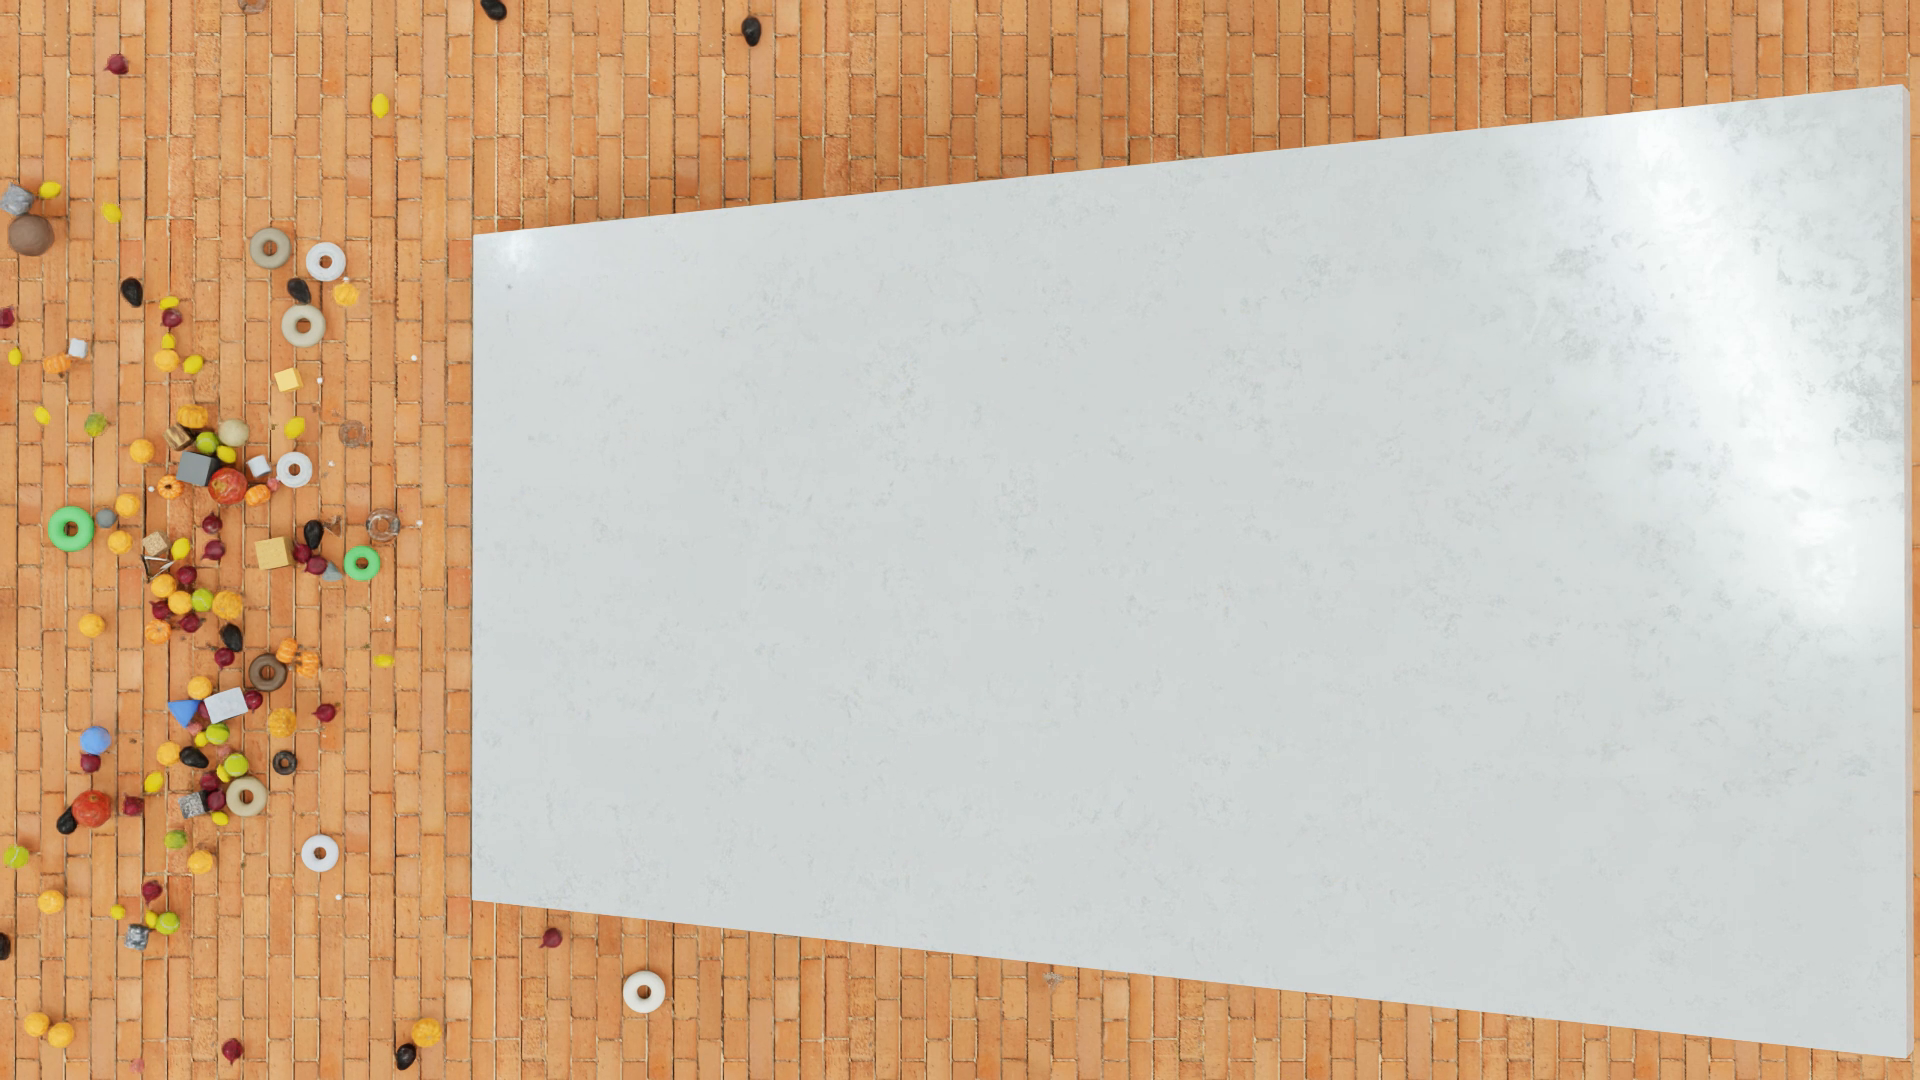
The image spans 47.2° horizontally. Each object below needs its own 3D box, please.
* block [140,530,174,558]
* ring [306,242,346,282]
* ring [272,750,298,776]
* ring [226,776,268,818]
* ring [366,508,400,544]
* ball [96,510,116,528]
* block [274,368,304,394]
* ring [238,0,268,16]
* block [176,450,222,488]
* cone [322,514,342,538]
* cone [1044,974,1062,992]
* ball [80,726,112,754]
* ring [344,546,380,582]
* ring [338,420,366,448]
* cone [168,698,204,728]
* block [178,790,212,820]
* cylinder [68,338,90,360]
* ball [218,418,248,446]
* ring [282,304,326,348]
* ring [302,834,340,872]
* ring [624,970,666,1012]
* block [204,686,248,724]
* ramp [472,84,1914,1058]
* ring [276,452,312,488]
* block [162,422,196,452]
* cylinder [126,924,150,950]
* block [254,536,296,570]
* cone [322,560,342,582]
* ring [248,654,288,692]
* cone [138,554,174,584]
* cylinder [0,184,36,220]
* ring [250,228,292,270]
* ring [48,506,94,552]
[{"bbox_3d":[-2.435,0.011,6.670,0.059,0.059,0.059,-33,90,0],"label":"block"},{"bbox_3d":[-1.928,-0.846,6.688,0.121,0.040,0.121,0,89,-1],"label":"ring"},{"bbox_3d":[-2.052,0.678,6.681,0.076,0.025,0.076,0,90,1],"label":"ring"},{"bbox_3d":[-2.164,0.779,6.672,0.126,0.042,0.126,0,89,-1],"label":"ring"},{"bbox_3d":[-1.753,-0.045,6.683,0.109,0.036,0.109,0,91,1],"label":"ring"},{"bbox_3d":[-2.591,-0.064,6.672,0.058,0.058,0.058,0,89,0],"label":"ball"},{"bbox_3d":[-2.036,-0.484,6.675,0.058,0.058,0.058,-19,90,0],"label":"block"},{"bbox_3d":[-2.156,-1.645,6.700,0.092,0.031,0.092,0,90,1],"label":"ring"},{"bbox_3d":[-2.305,-0.215,6.657,0.089,0.089,0.089,14,89,0],"label":"block"},{"bbox_3d":[-1.896,-0.031,6.685,0.067,0.067,0.067,-21,116,0],"label":"cone"},{"bbox_3d":[0.273,1.333,6.676,0.052,0.052,0.052,31,90,27],"label":"cone"},{"bbox_3d":[-2.614,0.605,6.652,0.085,0.085,0.085,0,89,0],"label":"ball"},{"bbox_3d":[-1.814,0.071,6.674,0.109,0.036,0.109,-2,95,-16],"label":"ring"},{"bbox_3d":[-1.847,-0.323,6.689,0.088,0.029,0.088,0,91,0],"label":"ring"},{"bbox_3d":[-2.335,0.506,6.674,0.096,0.096,0.096,-36,90,-27],"label":"cone"},{"bbox_3d":[-2.317,0.801,6.659,0.067,0.067,0.067,-19,90,0],"label":"block"},{"bbox_3d":[-2.677,-0.582,6.680,0.050,0.050,0.050,19,80,0],"label":"cylinder"},{"bbox_3d":[-2.201,-0.326,6.659,0.088,0.088,0.088,0,89,0],"label":"ball"},{"bbox_3d":[-1.995,-0.651,6.684,0.136,0.045,0.136,0,91,0],"label":"ring"},{"bbox_3d":[-1.941,0.950,6.673,0.114,0.038,0.114,0,89,-1],"label":"ring"},{"bbox_3d":[-0.957,1.370,6.667,0.128,0.043,0.128,0,90,-1],"label":"ring"},{"bbox_3d":[-2.215,0.500,6.639,0.080,0.080,0.080,-20,89,41],"label":"block"},{"bbox_3d":[0.263,0.072,5.606,4.000,0.100,2.000,0,89,32],"label":"ramp"},{"bbox_3d":[-2.022,-0.214,6.684,0.110,0.037,0.110,0,91,-1],"label":"ring"},{"bbox_3d":[-2.368,-0.312,6.672,0.062,0.062,0.062,-36,90,0],"label":"block"},{"bbox_3d":[-2.489,1.203,6.659,0.061,0.061,0.061,14,89,0],"label":"cylinder"},{"bbox_3d":[-2.071,0.041,6.656,0.087,0.087,0.087,-11,89,0],"label":"block"},{"bbox_3d":[-1.911,0.086,6.686,0.059,0.059,0.059,-13,63,0],"label":"cone"},{"bbox_3d":[-2.101,0.403,6.677,0.119,0.040,0.119,0,90,1],"label":"ring"},{"bbox_3d":[-2.431,0.077,6.678,0.096,0.096,0.096,-18,89,-29],"label":"cone"},{"bbox_3d":[-2.858,-1.027,6.669,0.081,0.081,0.081,29,90,0],"label":"cylinder"},{"bbox_3d":[-2.097,-0.887,6.687,0.130,0.043,0.130,0,89,1],"label":"ring"},{"bbox_3d":[-2.699,-0.034,6.678,0.140,0.047,0.140,0,90,-1],"label":"ring"}]
